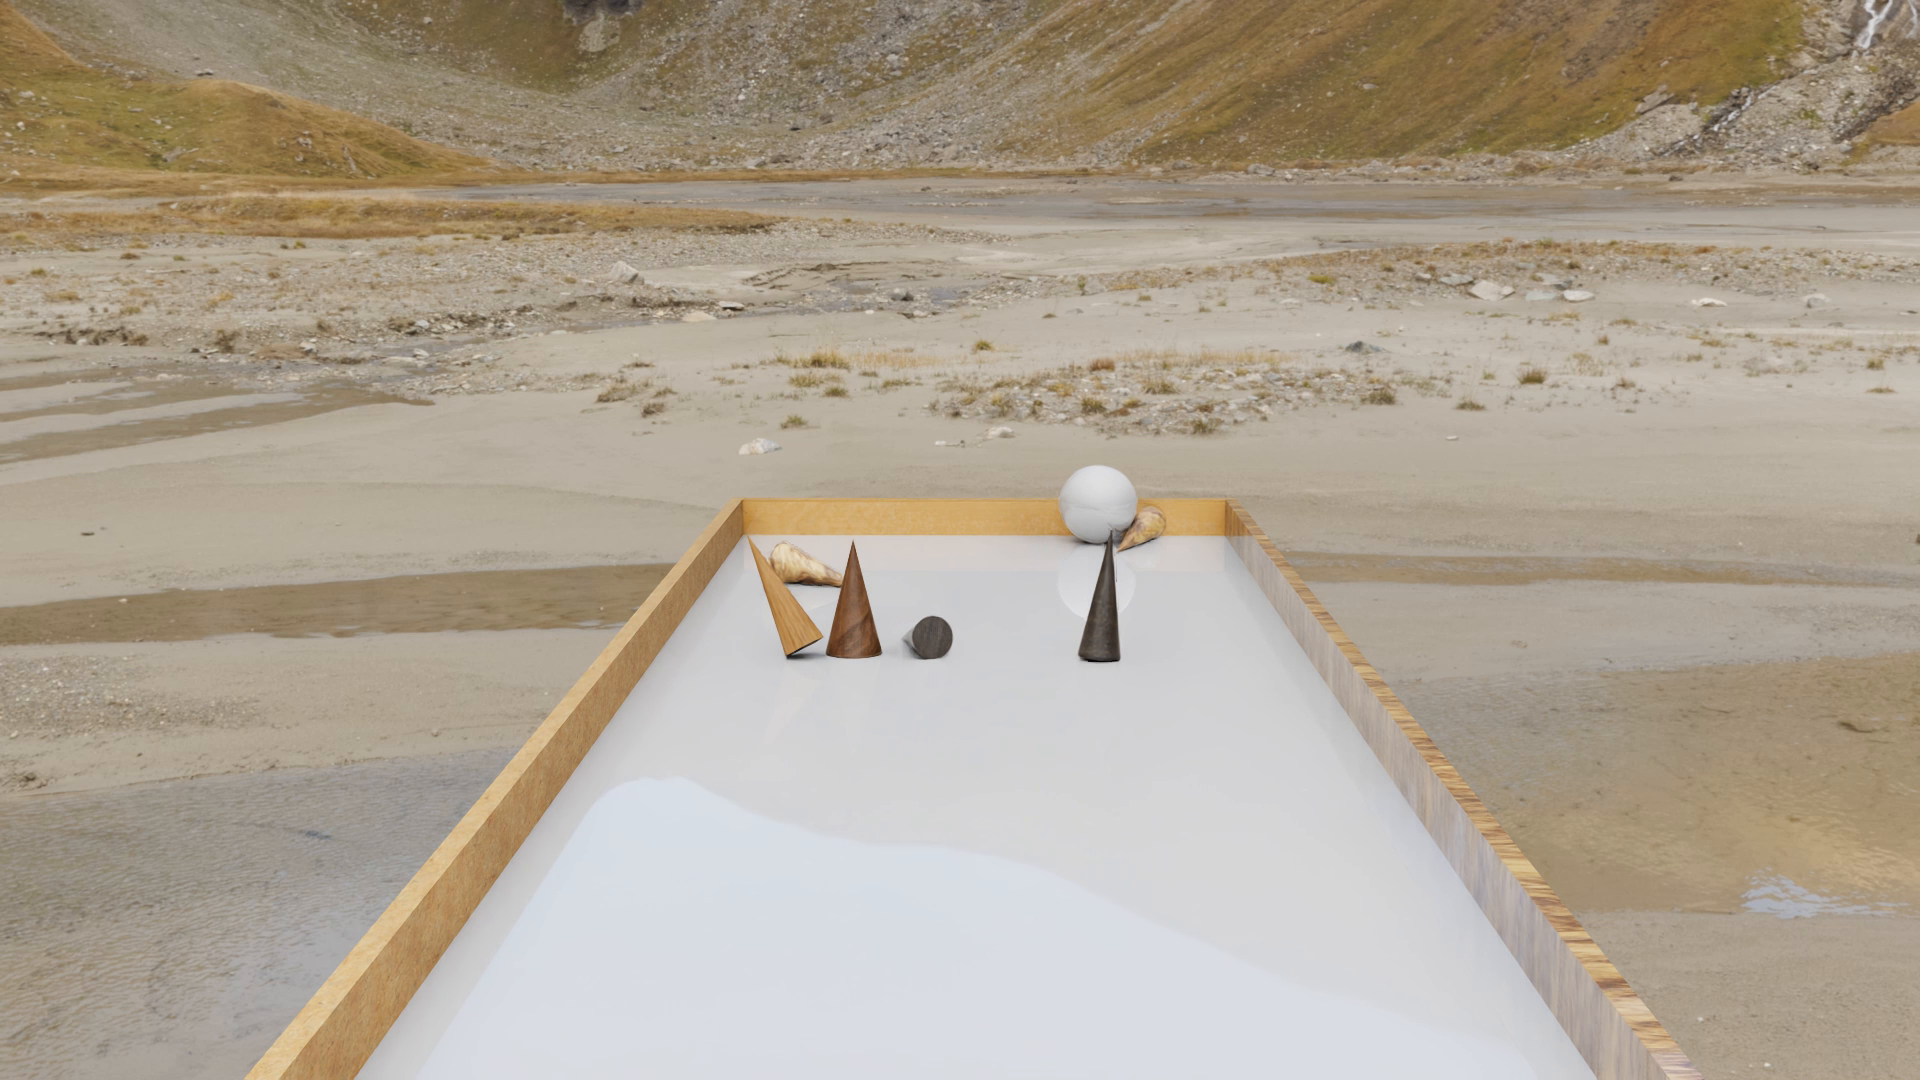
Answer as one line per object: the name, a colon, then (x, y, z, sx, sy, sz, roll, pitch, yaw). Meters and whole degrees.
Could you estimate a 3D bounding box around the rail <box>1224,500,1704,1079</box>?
rail: (1.046, 0.843, 3.208, 0.050, 0.150, 12.000, 0, 9, 1)

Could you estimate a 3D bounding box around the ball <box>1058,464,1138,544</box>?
ball: (0.559, -0.147, 8.919, 0.318, 0.318, 0.318, 0, 9, 0)

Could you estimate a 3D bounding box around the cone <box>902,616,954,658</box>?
cone: (-0.135, 0.307, 6.870, 0.131, 0.131, 0.322, -3, -2, -19)

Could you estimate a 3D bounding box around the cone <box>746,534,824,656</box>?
cone: (-0.566, 0.153, 6.746, 0.132, 0.392, 0.132, -28, -4, -2)

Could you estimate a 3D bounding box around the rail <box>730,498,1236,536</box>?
rail: (0.099, -0.098, 9.147, 2.100, 0.150, 0.050, 0, 9, 1)

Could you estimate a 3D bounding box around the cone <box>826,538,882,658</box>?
cone: (-0.328, 0.172, 6.778, 0.178, 0.358, 0.178, 0, 9, 0)

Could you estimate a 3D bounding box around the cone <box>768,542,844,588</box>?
cone: (-0.499, 0.128, 7.971, 0.383, 0.146, 0.146, 17, 16, 25)

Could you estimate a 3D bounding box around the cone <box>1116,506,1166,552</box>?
cone: (0.699, -0.011, 8.870, 0.133, 0.133, 0.456, 4, 18, 22)

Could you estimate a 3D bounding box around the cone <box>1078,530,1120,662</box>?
cone: (0.442, 0.161, 6.694, 0.134, 0.396, 0.134, 5, 7, -1)

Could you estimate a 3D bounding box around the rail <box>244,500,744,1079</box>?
rail: (-1.004, 0.839, 3.234, 0.050, 0.150, 12.000, 0, 9, 1)
